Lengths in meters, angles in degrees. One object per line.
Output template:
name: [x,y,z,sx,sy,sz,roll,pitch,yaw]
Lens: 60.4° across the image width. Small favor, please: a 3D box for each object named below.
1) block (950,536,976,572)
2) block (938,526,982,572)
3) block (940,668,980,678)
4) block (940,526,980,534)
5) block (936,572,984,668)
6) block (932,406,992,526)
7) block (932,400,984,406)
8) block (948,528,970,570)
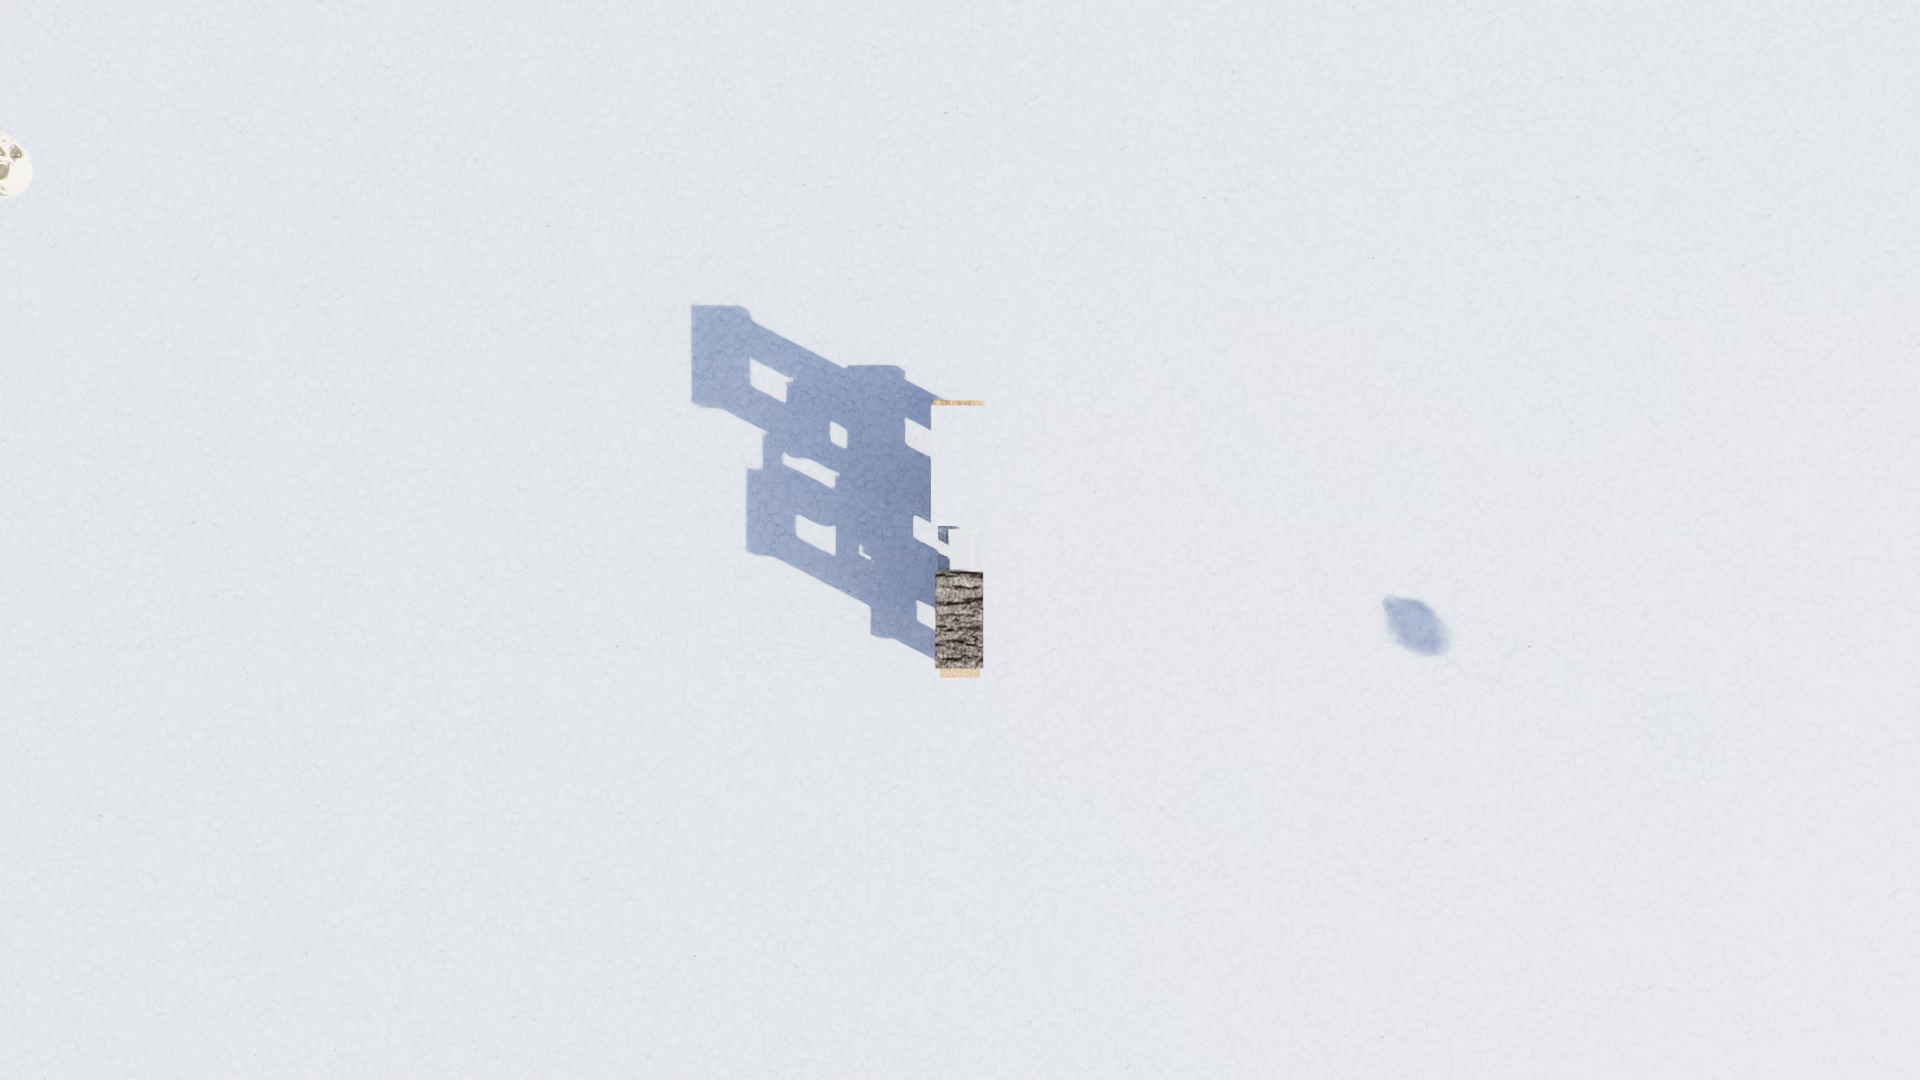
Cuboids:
block: [0.008,0.057,5.026,0.071,0.020,0.142,3,90,0]
block: [0.001,0.032,5.198,0.141,0.040,0.282,0,90,0]
block: [0.000,0.306,5.225,0.128,0.036,0.257,0,90,0]
block: [0.000,-0.142,4.871,0.122,0.035,0.245,0,90,0]
block: [-0.002,0.229,4.719,0.139,0.039,0.277,0,90,0]
block: [0.003,-0.202,4.504,0.163,0.046,0.327,0,90,0]
block: [-0.004,-0.274,5.156,0.161,0.046,0.321,0,90,0]
block: [-0.001,0.027,4.728,0.058,0.017,0.117,-3,90,0]
